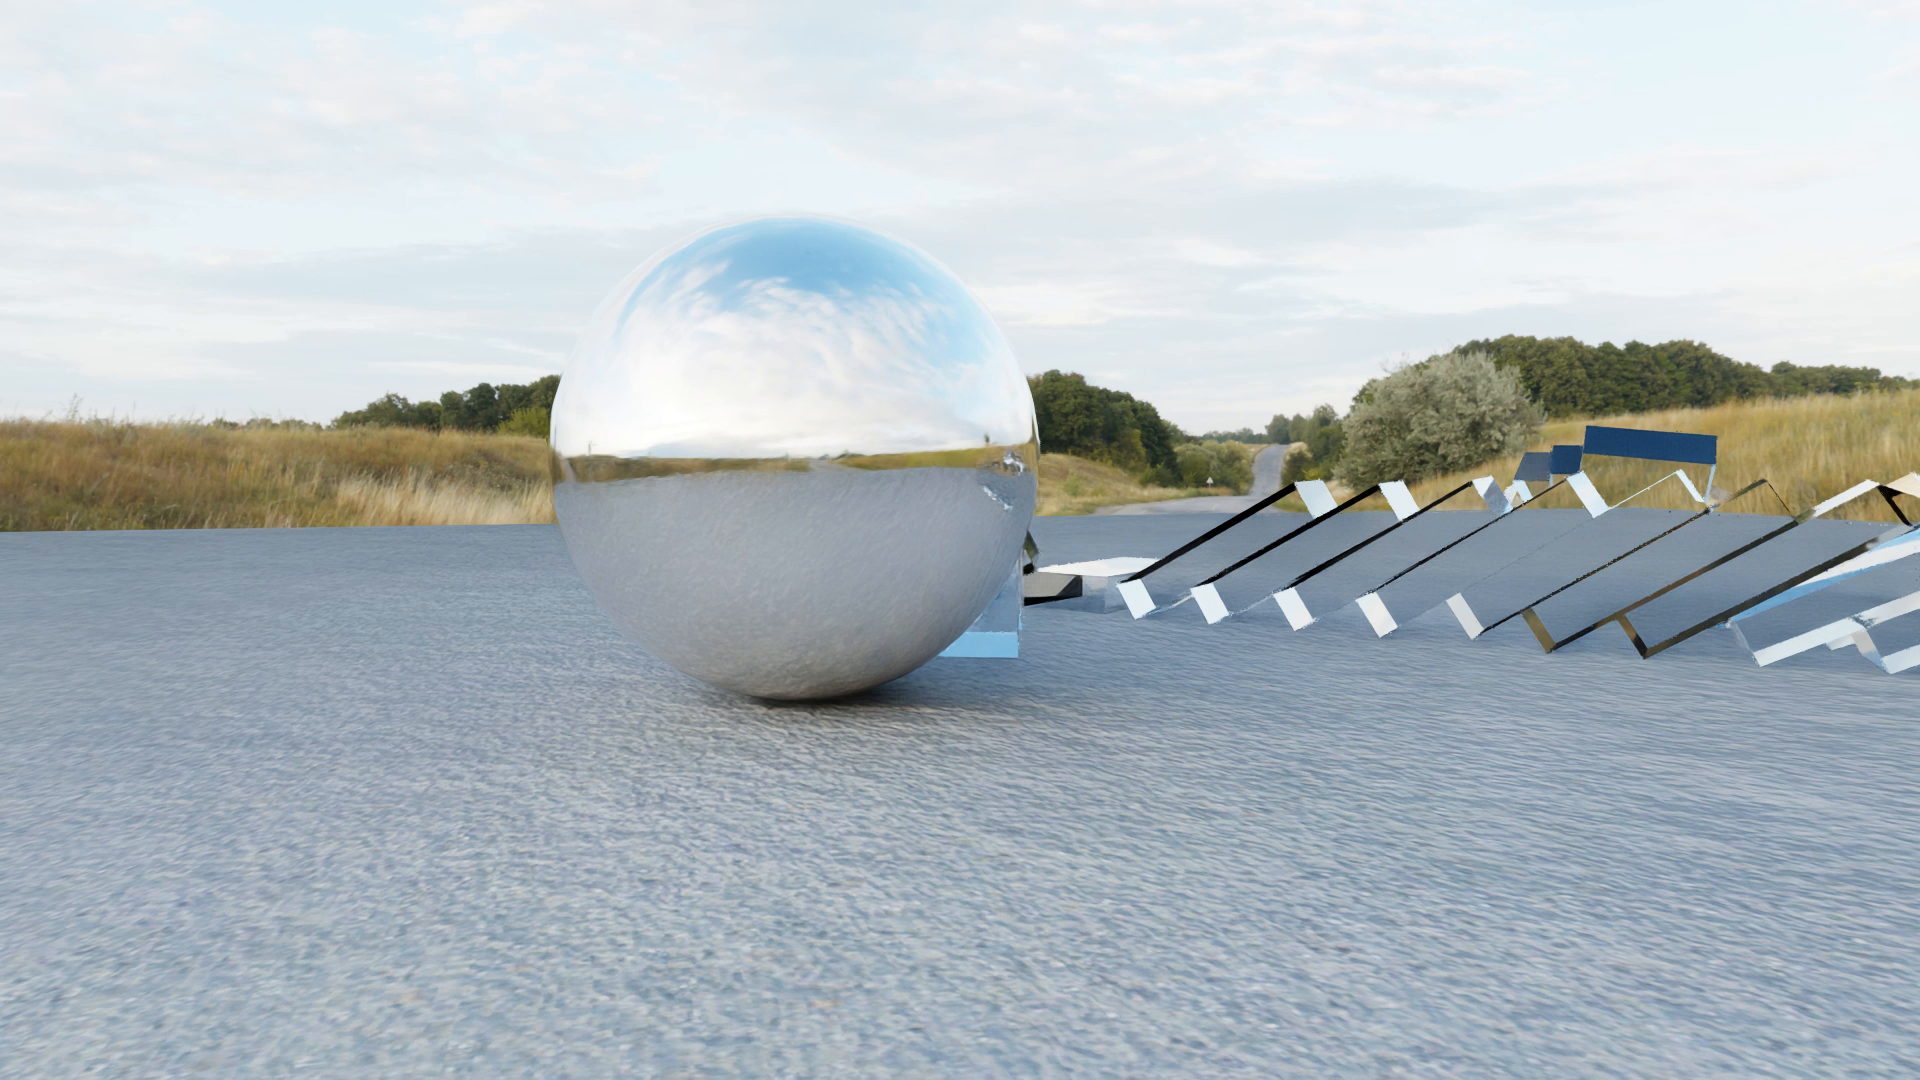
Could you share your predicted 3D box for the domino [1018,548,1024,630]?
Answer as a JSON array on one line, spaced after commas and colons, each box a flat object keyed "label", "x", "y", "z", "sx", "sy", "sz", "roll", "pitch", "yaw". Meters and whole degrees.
[{"label": "domino", "x": 0.003, "y": -0.002, "z": 0.305, "sx": 0.025, "sy": 0.050, "sz": 0.009, "roll": 0, "pitch": -36, "yaw": 4}]

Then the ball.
[{"label": "ball", "x": -0.027, "y": -0.014, "z": 0.214, "sx": 0.080, "sy": 0.080, "sz": 0.080, "roll": 0, "pitch": 4, "yaw": 0}]

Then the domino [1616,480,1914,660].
[{"label": "domino", "x": 0.157, "y": 0.006, "z": 0.253, "sx": 0.050, "sy": 0.009, "sz": 0.025, "roll": -36, "pitch": -14, "yaw": 28}]

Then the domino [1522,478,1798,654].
[{"label": "domino", "x": 0.141, "y": 0.005, "z": 0.260, "sx": 0.050, "sy": 0.010, "sz": 0.025, "roll": -36, "pitch": -14, "yaw": 28}]

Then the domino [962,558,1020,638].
[{"label": "domino", "x": 0.001, "y": -0.002, "z": 0.292, "sx": 0.025, "sy": 0.050, "sz": 0.009, "roll": 0, "pitch": -36, "yaw": 4}]

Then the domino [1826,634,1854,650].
[{"label": "domino", "x": 0.204, "y": 0.008, "z": 0.265, "sx": 0.050, "sy": 0.009, "sz": 0.025, "roll": -26, "pitch": -9, "yaw": 28}]

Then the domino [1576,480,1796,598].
[{"label": "domino", "x": 0.196, "y": 0.000, "z": 0.349, "sx": 0.050, "sy": 0.010, "sz": 0.025, "roll": 27, "pitch": 3, "yaw": 22}]

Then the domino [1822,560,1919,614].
[{"label": "domino", "x": 0.255, "y": 0.012, "z": 0.339, "sx": 0.025, "sy": 0.009, "sz": 0.050, "roll": 1, "pitch": 4, "yaw": 8}]

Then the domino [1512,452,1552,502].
[{"label": "domino", "x": 0.163, "y": -0.002, "z": 0.326, "sx": 0.025, "sy": 0.010, "sz": 0.050, "roll": 4, "pitch": -36, "yaw": 48}]

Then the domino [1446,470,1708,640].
[{"label": "domino", "x": 0.129, "y": 0.003, "z": 0.270, "sx": 0.050, "sy": 0.009, "sz": 0.025, "roll": -36, "pitch": -14, "yaw": 28}]

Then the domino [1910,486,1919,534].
[{"label": "domino", "x": 0.255, "y": 0.003, "z": 0.314, "sx": 0.025, "sy": 0.009, "sz": 0.050, "roll": 4, "pitch": 32, "yaw": 21}]

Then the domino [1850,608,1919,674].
[{"label": "domino", "x": 0.196, "y": 0.009, "z": 0.239, "sx": 0.050, "sy": 0.010, "sz": 0.025, "roll": -28, "pitch": -8, "yaw": 24}]

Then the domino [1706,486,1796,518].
[{"label": "domino", "x": 0.216, "y": -0.001, "z": 0.342, "sx": 0.050, "sy": 0.010, "sz": 0.025, "roll": 28, "pitch": 3, "yaw": 26}]

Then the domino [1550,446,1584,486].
[{"label": "domino", "x": 0.157, "y": -0.002, "z": 0.308, "sx": 0.025, "sy": 0.050, "sz": 0.009, "roll": 2, "pitch": 50, "yaw": 29}]

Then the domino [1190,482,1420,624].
[{"label": "domino", "x": 0.082, "y": 0.003, "z": 0.303, "sx": 0.050, "sy": 0.010, "sz": 0.025, "roll": -33, "pitch": -13, "yaw": 28}]

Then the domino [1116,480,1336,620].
[{"label": "domino", "x": 0.065, "y": 0.002, "z": 0.312, "sx": 0.050, "sy": 0.010, "sz": 0.025, "roll": -33, "pitch": -13, "yaw": 28}]

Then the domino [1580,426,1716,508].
[{"label": "domino", "x": 0.152, "y": -0.003, "z": 0.290, "sx": 0.025, "sy": 0.050, "sz": 0.010, "roll": 8, "pitch": 47, "yaw": 24}]

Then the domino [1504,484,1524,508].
[{"label": "domino", "x": 0.174, "y": 0.000, "z": 0.352, "sx": 0.050, "sy": 0.009, "sz": 0.025, "roll": 27, "pitch": 3, "yaw": 13}]

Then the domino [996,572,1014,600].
[{"label": "domino", "x": -0.006, "y": -0.006, "z": 0.319, "sx": 0.025, "sy": 0.050, "sz": 0.010, "roll": -14, "pitch": -36, "yaw": -6}]

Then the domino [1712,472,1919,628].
[{"label": "domino", "x": 0.182, "y": 0.004, "z": 0.274, "sx": 0.025, "sy": 0.010, "sz": 0.050, "roll": 4, "pitch": -31, "yaw": -42}]

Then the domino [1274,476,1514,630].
[{"label": "domino", "x": 0.098, "y": 0.003, "z": 0.292, "sx": 0.050, "sy": 0.010, "sz": 0.025, "roll": -35, "pitch": -14, "yaw": 29}]

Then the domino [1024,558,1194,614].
[{"label": "domino", "x": 0.042, "y": 0.012, "z": 0.348, "sx": 0.025, "sy": 0.009, "sz": 0.050, "roll": 3, "pitch": 5, "yaw": 38}]

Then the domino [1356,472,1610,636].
[{"label": "domino", "x": 0.114, "y": 0.003, "z": 0.280, "sx": 0.050, "sy": 0.010, "sz": 0.025, "roll": -37, "pitch": -15, "yaw": 31}]

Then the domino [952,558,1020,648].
[{"label": "domino", "x": 0.000, "y": -0.001, "z": 0.280, "sx": 0.025, "sy": 0.050, "sz": 0.009, "roll": 0, "pitch": -36, "yaw": 4}]

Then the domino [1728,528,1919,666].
[{"label": "domino", "x": 0.176, "y": 0.008, "z": 0.247, "sx": 0.050, "sy": 0.010, "sz": 0.025, "roll": -28, "pitch": -8, "yaw": 24}]

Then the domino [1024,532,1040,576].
[{"label": "domino", "x": 0.008, "y": 0.007, "z": 0.345, "sx": 0.025, "sy": 0.009, "sz": 0.050, "roll": -26, "pitch": 2, "yaw": 6}]

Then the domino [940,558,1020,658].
[{"label": "domino", "x": 0.000, "y": 0.000, "z": 0.267, "sx": 0.025, "sy": 0.050, "sz": 0.010, "roll": 0, "pitch": -36, "yaw": 4}]
